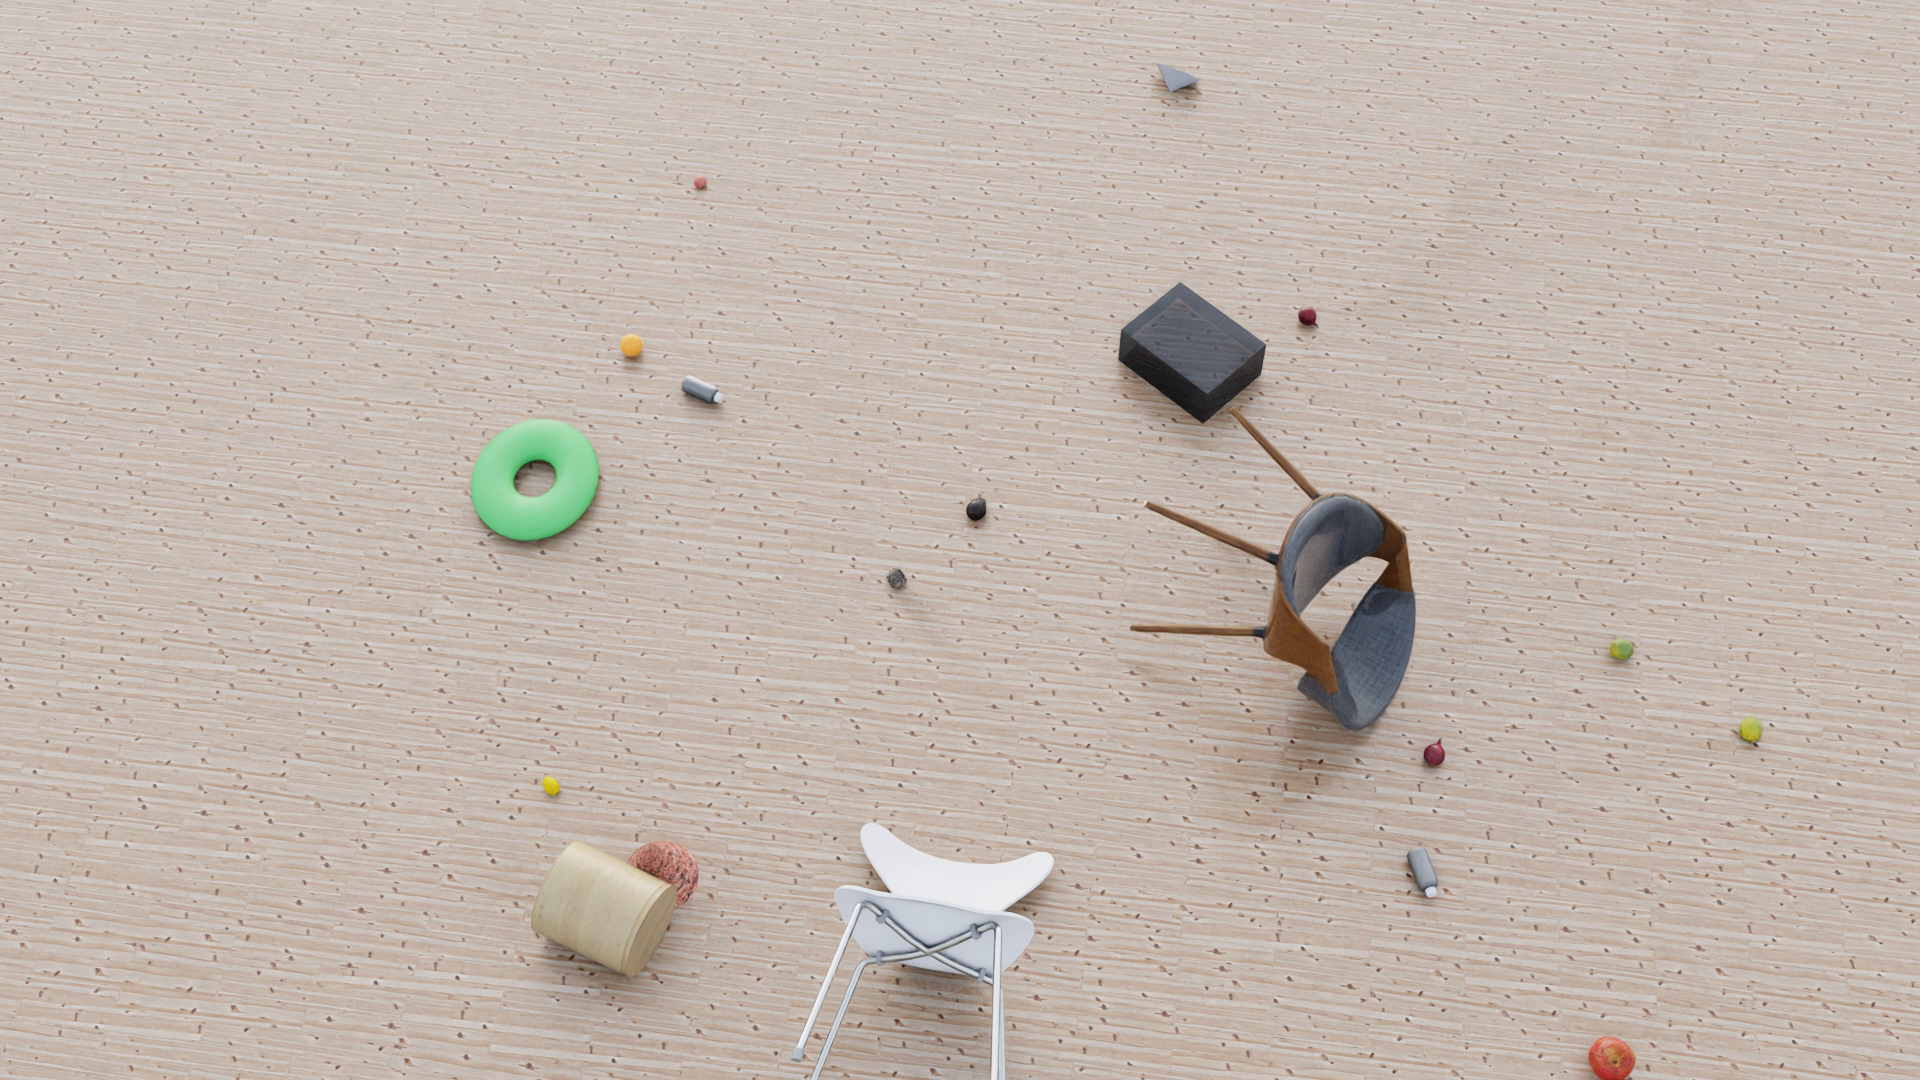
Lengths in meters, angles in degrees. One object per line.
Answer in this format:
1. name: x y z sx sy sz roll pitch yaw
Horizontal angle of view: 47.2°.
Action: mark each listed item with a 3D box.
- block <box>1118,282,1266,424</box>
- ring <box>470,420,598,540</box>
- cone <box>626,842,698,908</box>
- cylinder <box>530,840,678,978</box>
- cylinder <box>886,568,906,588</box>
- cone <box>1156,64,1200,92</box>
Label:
1. block: 0.724 -0.587 6.877 0.275 0.150 0.357 -40 65 -23
2. ring: -1.286 -0.185 6.656 0.384 0.072 0.446 3 56 1
3. cone: -0.812 0.855 5.878 0.206 0.203 0.212 -21 59 -13
4. cylinder: -0.936 0.970 5.789 0.290 0.221 0.262 23 74 14
5. cylinder: -0.187 0.114 6.472 0.040 0.044 0.043 -31 21 -19
6. cone: 0.742 -1.584 7.610 0.168 0.114 0.074 23 97 12
